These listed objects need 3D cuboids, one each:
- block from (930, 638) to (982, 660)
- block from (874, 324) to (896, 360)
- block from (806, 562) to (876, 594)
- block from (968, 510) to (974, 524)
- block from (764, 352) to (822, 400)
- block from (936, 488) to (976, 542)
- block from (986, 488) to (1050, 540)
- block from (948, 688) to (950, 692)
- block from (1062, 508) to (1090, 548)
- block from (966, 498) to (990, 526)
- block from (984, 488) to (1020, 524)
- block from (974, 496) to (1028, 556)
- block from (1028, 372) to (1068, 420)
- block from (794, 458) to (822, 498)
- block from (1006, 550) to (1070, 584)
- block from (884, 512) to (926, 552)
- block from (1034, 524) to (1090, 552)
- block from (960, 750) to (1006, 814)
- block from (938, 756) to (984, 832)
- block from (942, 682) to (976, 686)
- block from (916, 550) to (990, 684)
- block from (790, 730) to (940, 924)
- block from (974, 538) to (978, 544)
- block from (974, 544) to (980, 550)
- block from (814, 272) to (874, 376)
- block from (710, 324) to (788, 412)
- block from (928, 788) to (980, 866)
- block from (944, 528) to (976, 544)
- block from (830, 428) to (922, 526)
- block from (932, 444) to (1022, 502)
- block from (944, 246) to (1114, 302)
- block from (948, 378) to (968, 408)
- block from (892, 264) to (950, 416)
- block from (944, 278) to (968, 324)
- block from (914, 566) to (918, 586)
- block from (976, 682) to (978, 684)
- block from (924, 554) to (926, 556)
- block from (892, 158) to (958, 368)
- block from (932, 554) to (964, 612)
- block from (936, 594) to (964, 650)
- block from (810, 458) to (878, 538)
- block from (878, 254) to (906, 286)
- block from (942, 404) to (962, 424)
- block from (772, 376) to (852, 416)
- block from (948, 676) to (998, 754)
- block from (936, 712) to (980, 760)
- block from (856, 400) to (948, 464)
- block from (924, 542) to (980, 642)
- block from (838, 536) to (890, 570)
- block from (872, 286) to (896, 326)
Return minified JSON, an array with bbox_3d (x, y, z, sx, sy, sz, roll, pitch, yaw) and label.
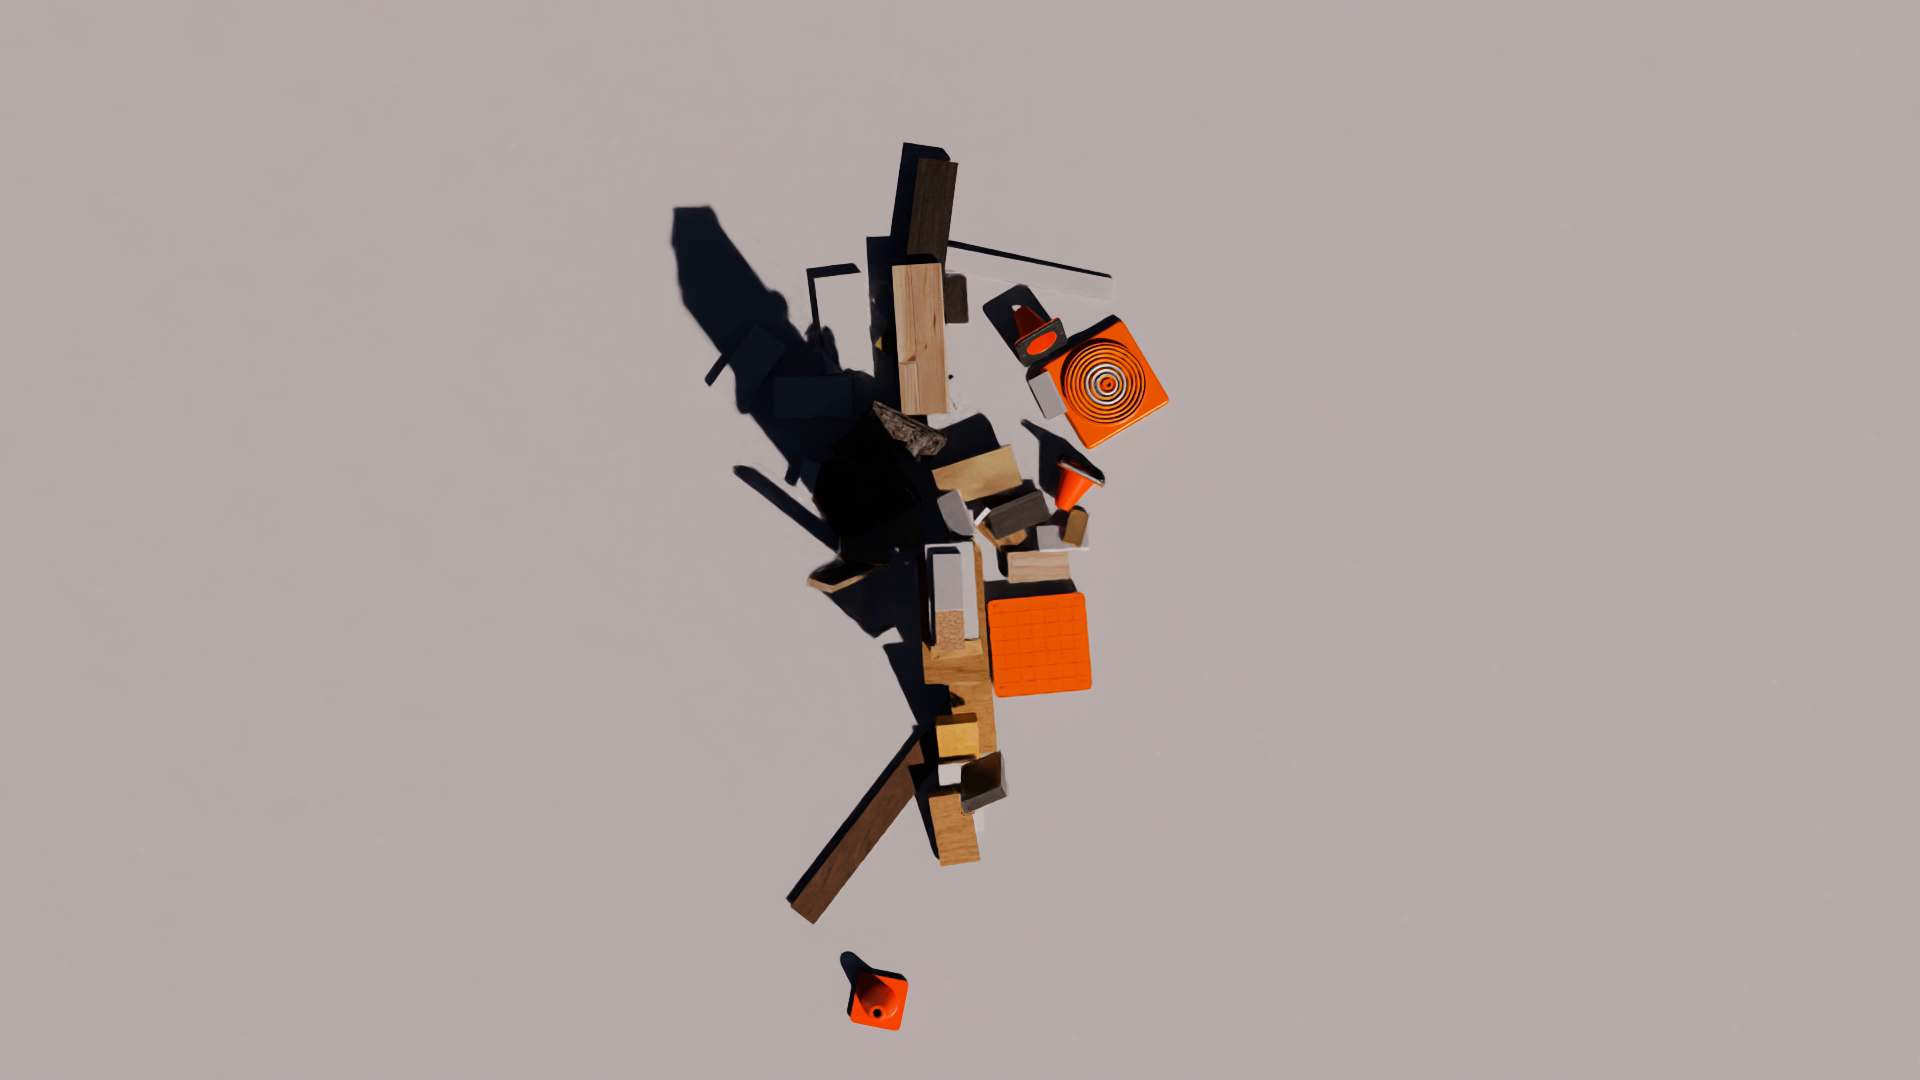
[{"bbox_3d":[-0.009,0.289,4.409,0.133,0.266,0.038,-8,89,0],"label":"block"},{"bbox_3d":[-0.183,-0.627,5.462,0.180,0.025,0.090,36,90,0],"label":"block"},{"bbox_3d":[-0.376,0.114,5.287,0.085,0.422,0.024,18,102,13],"label":"block"},{"bbox_3d":[0.007,-0.024,5.342,0.074,0.021,0.148,-2,90,0],"label":"block"},{"bbox_3d":[-0.557,-0.527,5.487,0.094,0.027,0.187,44,90,0],"label":"block"},{"bbox_3d":[-0.010,-0.069,4.837,0.073,0.021,0.146,-27,73,22],"label":"block"},{"bbox_3d":[0.191,-0.085,5.447,0.204,0.029,0.102,-23,98,-19],"label":"block"},{"bbox_3d":[0.023,0.549,5.486,0.098,0.028,0.195,-13,90,0],"label":"block"},{"bbox_3d":[0.384,-0.039,5.457,0.061,0.017,0.122,17,67,-1],"label":"block"},{"bbox_3d":[0.041,-0.103,5.436,0.071,0.141,0.020,-48,124,0],"label":"block"},{"bbox_3d":[0.134,-0.110,5.462,0.071,0.020,0.141,36,78,-2],"label":"block"},{"bbox_3d":[0.117,-0.049,5.486,0.204,0.029,0.102,44,90,0],"label":"block"},{"bbox_3d":[0.292,-0.477,5.470,0.074,0.021,0.149,-26,90,34],"label":"block"},{"bbox_3d":[-0.503,-0.203,5.453,0.061,0.017,0.122,15,90,0],"label":"block"},{"bbox_3d":[0.258,0.084,5.470,0.204,0.029,0.102,-5,95,-6],"label":"block"},{"bbox_3d":[-0.206,-0.062,5.487,0.094,0.027,0.187,-36,90,0],"label":"block"},{"bbox_3d":[0.338,-0.006,5.460,0.170,0.024,0.085,-2,68,-9],"label":"block"},{"bbox_3d":[0.068,0.718,4.915,0.131,0.282,0.037,-24,103,6],"label":"block"},{"bbox_3d":[0.004,0.843,5.436,0.131,0.037,0.263,-6,111,0],"label":"block"},{"bbox_3d":[-0.004,0.395,4.856,0.098,0.195,0.028,-1,73,0],"label":"block"},{"bbox_3d":[-0.019,0.213,4.568,0.180,0.051,0.359,-4,90,0],"label":"block"},{"bbox_3d":[-0.299,0.954,5.486,0.098,0.028,0.741,38,90,0],"label":"block"},{"bbox_3d":[0.011,0.002,5.214,0.093,0.235,0.026,11,90,0],"label":"block"},{"bbox_3d":[0.008,0.033,4.923,0.094,0.291,0.027,-10,89,-2],"label":"block"},{"bbox_3d":[-0.383,-0.717,5.477,0.160,0.045,0.320,-7,90,0],"label":"block"},{"bbox_3d":[-0.701,-0.572,5.482,0.131,0.037,0.261,35,90,0],"label":"block"},{"bbox_3d":[-0.019,0.945,5.434,0.131,0.037,0.263,-9,111,1],"label":"block"},{"bbox_3d":[-0.005,0.062,5.083,0.093,0.026,0.185,4,90,0],"label":"block"},{"bbox_3d":[-0.277,-0.221,5.447,0.160,0.045,0.320,-33,79,0],"label":"block"},{"bbox_3d":[0.056,-0.209,5.411,0.269,0.038,0.135,-17,101,5],"label":"block"},{"bbox_3d":[0.176,-0.892,5.476,0.670,0.021,0.074,11,89,-2],"label":"block"},{"bbox_3d":[-0.017,-0.492,5.494,0.045,0.013,0.091,-31,90,0],"label":"block"},{"bbox_3d":[-0.126,-0.653,5.389,0.160,0.045,0.488,-4,89,-2],"label":"block"},{"bbox_3d":[-0.012,-0.795,5.489,0.074,0.021,0.148,-3,90,0],"label":"block"},{"bbox_3d":[-0.037,0.099,4.832,0.180,0.475,0.051,-3,89,0],"label":"block"},{"bbox_3d":[-0.014,0.290,4.973,0.144,0.041,0.287,0,90,0],"label":"block"},{"bbox_3d":[-0.028,0.054,4.419,0.125,0.249,0.035,-4,89,0],"label":"block"},{"bbox_3d":[-0.114,-0.907,5.435,0.131,0.037,0.690,7,89,-2],"label":"block"},{"bbox_3d":[-0.030,0.109,4.234,0.073,0.021,0.146,-2,78,0],"label":"block"},{"bbox_3d":[-0.026,0.211,4.248,0.073,0.021,0.146,-2,90,0],"label":"block"},{"bbox_3d":[-0.404,-0.123,5.481,0.135,0.038,0.269,-34,90,0],"label":"block"},{"bbox_3d":[-0.171,-0.872,5.474,0.180,0.026,0.090,24,75,-1],"label":"block"},{"bbox_3d":[-0.040,-0.432,5.494,0.045,0.013,0.091,-43,90,0],"label":"block"},{"bbox_3d":[-0.489,-0.476,5.461,0.261,0.037,0.131,-1,96,-6],"label":"block"},{"bbox_3d":[0.043,0.560,5.307,0.133,0.453,0.038,-6,53,0],"label":"block"},{"bbox_3d":[-0.006,0.651,5.356,0.133,0.266,0.038,-5,53,-1],"label":"block"},{"bbox_3d":[-0.192,-0.351,5.400,0.269,0.135,0.038,25,52,-16],"label":"block"},{"bbox_3d":[-0.021,0.133,4.276,0.125,0.035,0.249,-4,90,0],"label":"block"},{"bbox_3d":[-0.318,0.043,5.442,0.170,0.024,0.085,11,59,-19],"label":"block"},{"bbox_3d":[-0.181,-0.701,5.487,0.090,0.025,0.284,-31,90,0],"label":"block"}]
